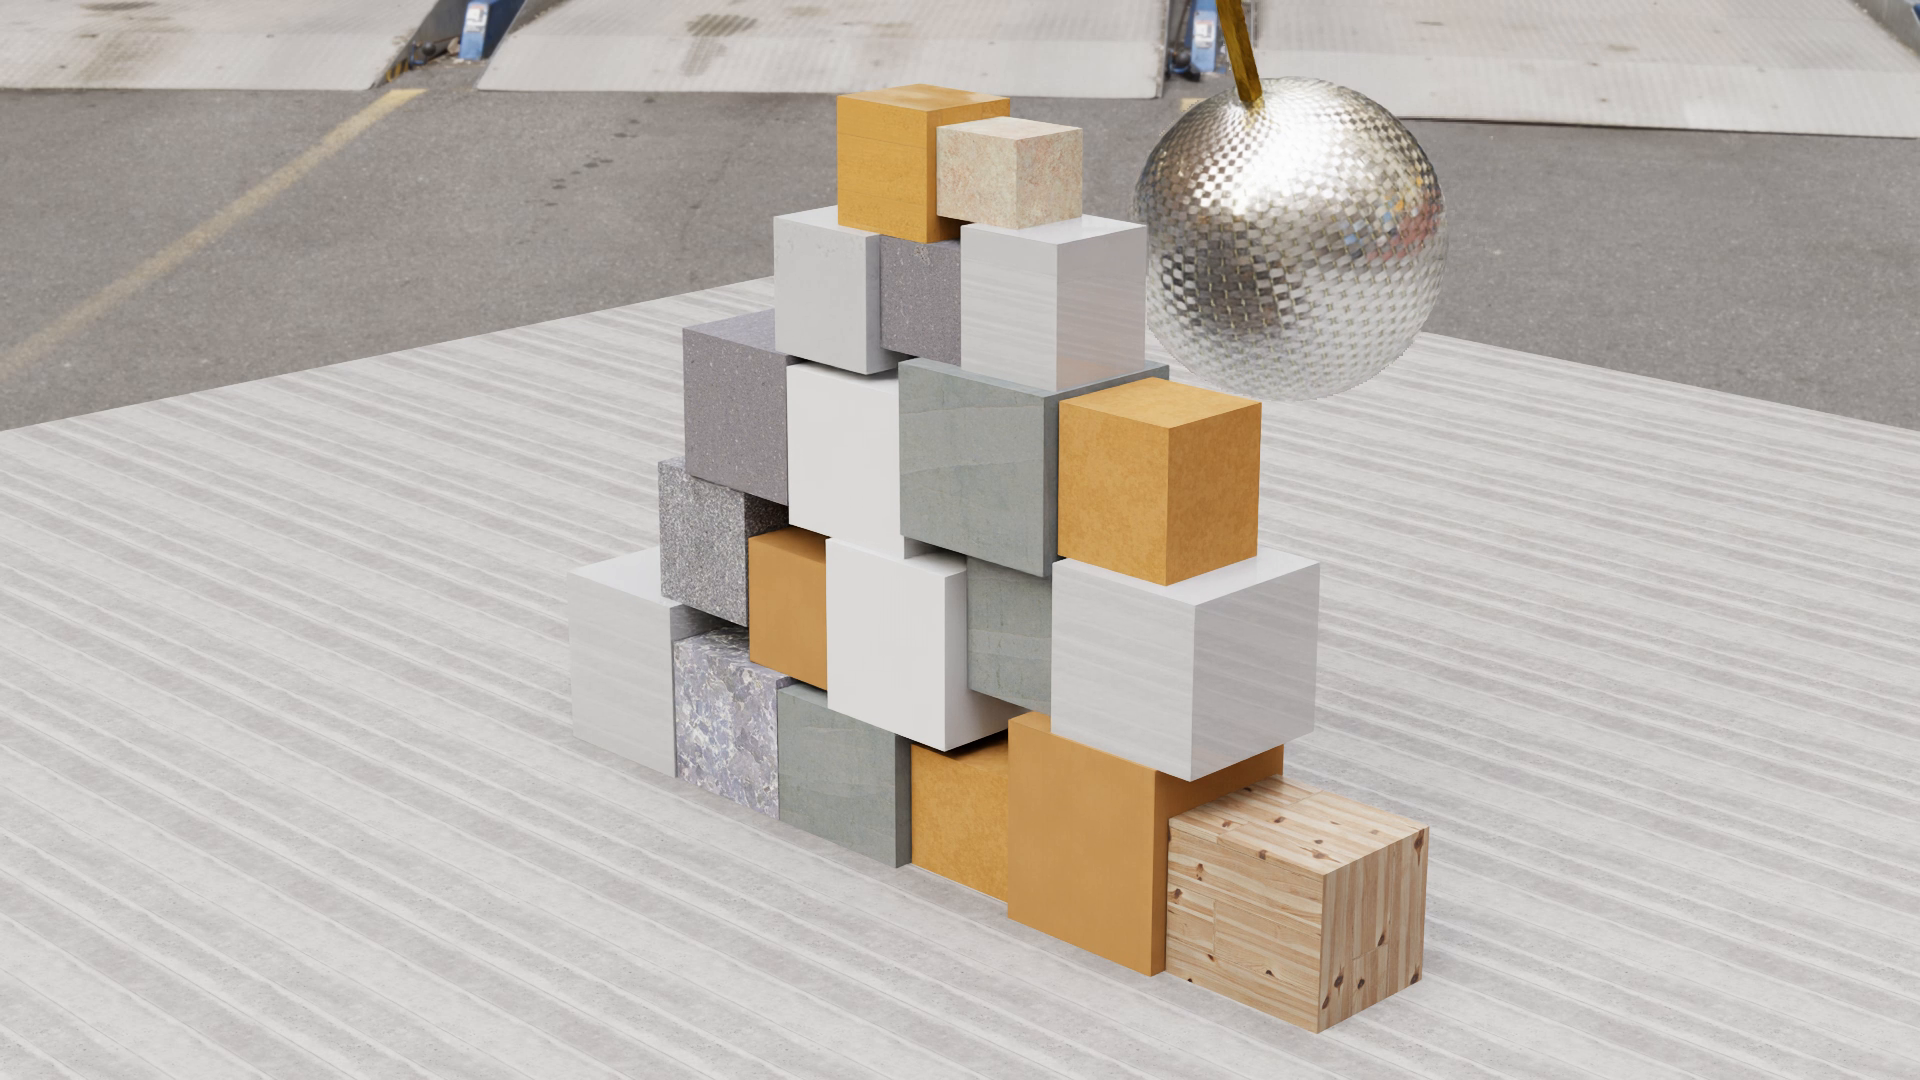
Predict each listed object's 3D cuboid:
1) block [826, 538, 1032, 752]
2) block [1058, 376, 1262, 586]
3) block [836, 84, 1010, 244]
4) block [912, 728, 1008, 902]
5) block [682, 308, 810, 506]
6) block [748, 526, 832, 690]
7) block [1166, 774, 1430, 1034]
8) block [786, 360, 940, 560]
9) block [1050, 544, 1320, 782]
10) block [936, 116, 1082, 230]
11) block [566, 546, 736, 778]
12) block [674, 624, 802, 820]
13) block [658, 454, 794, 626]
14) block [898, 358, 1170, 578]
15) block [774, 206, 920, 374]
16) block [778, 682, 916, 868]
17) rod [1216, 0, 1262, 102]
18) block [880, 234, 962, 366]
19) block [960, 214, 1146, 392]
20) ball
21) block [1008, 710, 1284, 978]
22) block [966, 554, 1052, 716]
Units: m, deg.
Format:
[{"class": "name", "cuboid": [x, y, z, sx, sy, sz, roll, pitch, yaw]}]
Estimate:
[{"class": "block", "cuboid": [-0.064, 0.389, 13.511, 0.771, 0.821, 0.783, 17, 24, 42]}, {"class": "block", "cuboid": [0.838, -0.257, 12.356, 0.589, 0.673, 0.608, -17, 24, -42]}, {"class": "block", "cuboid": [-0.163, -1.676, 13.000, 0.513, 0.577, 0.567, -17, 24, -42]}, {"class": "block", "cuboid": [0.255, 1.223, 13.462, 0.636, 0.594, 0.717, -17, 24, -42]}, {"class": "block", "cuboid": [-0.791, -0.660, 13.981, 0.753, 0.717, 0.732, -17, 25, -42]}, {"class": "block", "cuboid": [-0.566, 0.292, 14.000, 0.616, 0.620, 0.631, -17, 25, -42]}, {"class": "block", "cuboid": [1.415, 1.515, 12.349, 0.710, 0.704, 0.818, -17, 24, -42]}, {"class": "block", "cuboid": [-0.280, -0.424, 13.474, 0.682, 0.751, 0.769, -17, 24, -42]}, {"class": "block", "cuboid": [0.955, 0.460, 12.474, 0.812, 0.764, 0.788, -17, 24, -42]}, {"class": "block", "cuboid": [0.213, -1.587, 12.642, 0.409, 0.383, 0.480, -17, 24, -42]}, {"class": "block", "cuboid": [-1.402, 0.580, 15.008, 0.860, 0.895, 0.816, -17, 24, -42]}, {"class": "block", "cuboid": [-0.840, 0.834, 14.499, 0.838, 0.715, 0.753, -17, 24, -42]}, {"class": "block", "cuboid": [-1.009, -0.054, 14.386, 0.638, 0.690, 0.676, 17, 24, 42]}, {"class": "block", "cuboid": [0.322, -0.393, 12.894, 0.795, 0.788, 0.875, -17, 24, -42]}, {"class": "block", "cuboid": [-0.402, -1.168, 13.377, 0.607, 0.624, 0.647, 17, 24, 42]}, {"class": "block", "cuboid": [-0.299, 1.028, 13.960, 0.796, 0.667, 0.801, -17, 24, -42]}, {"class": "rod", "cuboid": [0.703, -4.217, 12.753, 0.080, 5.200, 0.080, 17, 46, 42]}, {"class": "block", "cuboid": [0.024, -1.100, 12.986, 0.545, 0.510, 0.524, 16, 24, 43]}, {"class": "block", "cuboid": [0.401, -1.038, 12.579, 0.563, 0.630, 0.558, 16, 24, 43]}, {"class": "ball", "cuboid": [1.623, -1.496, 14.573, 1.600, 1.600, 1.600, 0, 17, 0]}, {"class": "block", "cuboid": [0.811, 1.227, 12.873, 0.853, 0.940, 0.845, -17, 24, -42]}, {"class": "block", "cuboid": [0.458, 0.344, 12.989, 0.569, 0.677, 0.636, -17, 24, -42]}]
